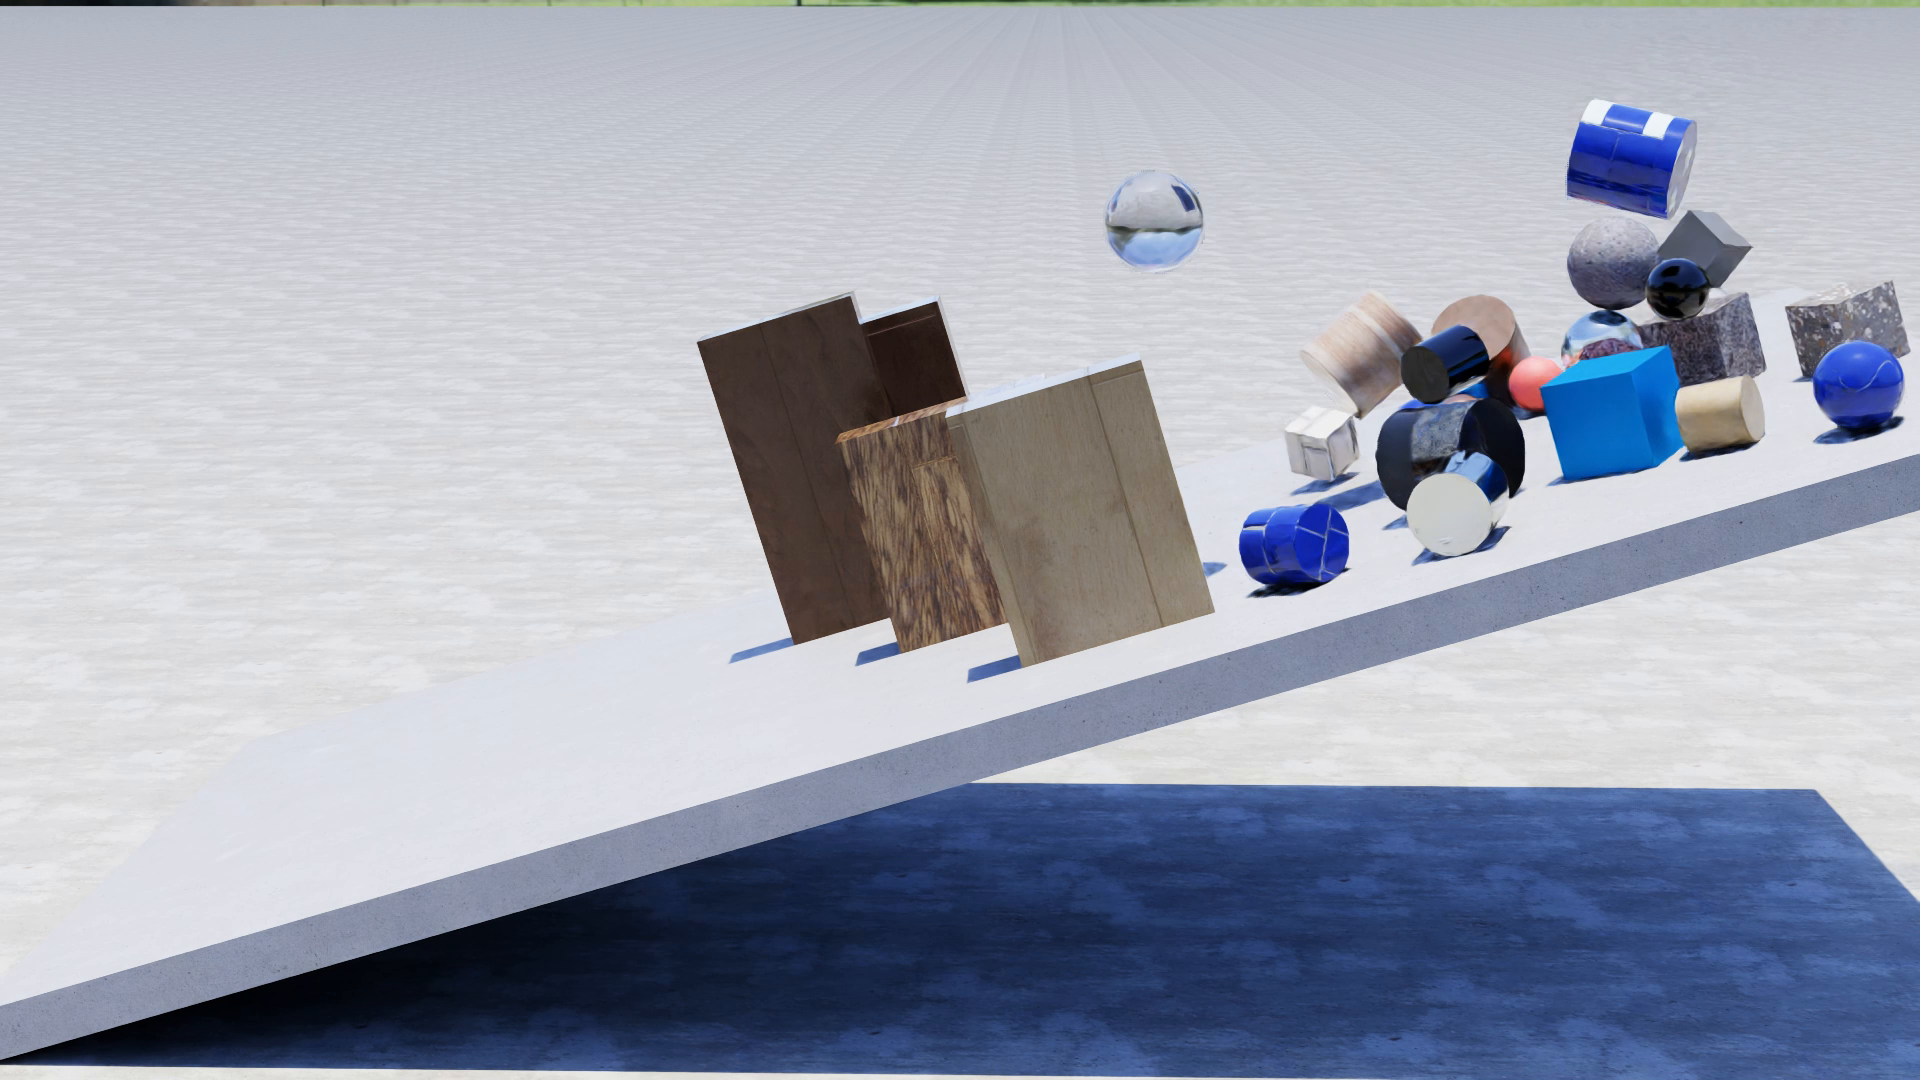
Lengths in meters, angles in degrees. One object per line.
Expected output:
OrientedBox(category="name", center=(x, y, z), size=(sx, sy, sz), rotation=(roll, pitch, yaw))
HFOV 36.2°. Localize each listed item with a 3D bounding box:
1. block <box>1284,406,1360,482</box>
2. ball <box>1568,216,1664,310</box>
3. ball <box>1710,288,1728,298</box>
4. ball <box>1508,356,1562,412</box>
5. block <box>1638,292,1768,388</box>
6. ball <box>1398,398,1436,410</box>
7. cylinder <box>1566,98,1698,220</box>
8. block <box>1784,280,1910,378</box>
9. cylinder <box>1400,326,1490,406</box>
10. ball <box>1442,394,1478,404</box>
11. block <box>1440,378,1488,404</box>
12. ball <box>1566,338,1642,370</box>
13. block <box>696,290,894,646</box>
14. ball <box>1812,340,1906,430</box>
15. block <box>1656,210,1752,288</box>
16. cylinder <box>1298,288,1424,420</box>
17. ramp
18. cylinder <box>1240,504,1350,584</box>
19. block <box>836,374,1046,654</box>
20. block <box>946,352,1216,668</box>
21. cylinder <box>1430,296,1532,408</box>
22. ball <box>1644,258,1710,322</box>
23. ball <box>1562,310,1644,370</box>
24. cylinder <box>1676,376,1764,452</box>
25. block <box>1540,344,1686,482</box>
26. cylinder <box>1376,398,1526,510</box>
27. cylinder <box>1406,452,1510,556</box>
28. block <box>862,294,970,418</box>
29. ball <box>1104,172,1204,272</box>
OrientedBox(category="block", center=(0.800, -0.213, 6.491), size=(0.110, 0.110, 0.110), rotation=(15, 41, 41))
OrientedBox(category="ball", center=(1.449, -0.612, 6.507), size=(0.207, 0.207, 0.207), rotation=(0, 11, 0))
OrientedBox(category="ball", center=(1.618, -0.466, 6.447), size=(0.191, 0.191, 0.191), rotation=(0, 11, 0))
OrientedBox(category="ball", center=(1.286, -0.347, 6.554), size=(0.124, 0.124, 0.124), rotation=(0, 11, 0))
OrientedBox(category="block", center=(1.578, -0.408, 6.249), size=(0.174, 0.174, 0.174), rotation=(-8, 14, 43))
OrientedBox(category="ball", center=(1.016, -0.250, 6.482), size=(0.125, 0.125, 0.125), rotation=(0, 11, 0))
OrientedBox(category="cylinder", center=(1.352, -0.766, 5.917), size=(0.204, 0.204, 0.204), rotation=(17, 17, 22))
OrientedBox(category="block", center=(1.817, -0.431, 6.022), size=(0.154, 0.154, 0.154), rotation=(-22, 11, -21))
OrientedBox(category="cylinder", center=(0.967, -0.349, 5.868), size=(0.125, 0.125, 0.125), rotation=(-27, 25, -35))
OrientedBox(category="ball", center=(1.090, -0.256, 6.383), size=(0.123, 0.123, 0.123), rotation=(0, 11, 0))
OrientedBox(category="block", center=(1.116, -0.290, 6.575), size=(0.107, 0.107, 0.107), rotation=(-10, 12, 34))
OrientedBox(category="ball", center=(1.348, -0.320, 6.096), size=(0.195, 0.195, 0.195), rotation=(0, 11, 0))
OrientedBox(category="block", center=(-0.301, -0.158, 6.511), size=(0.353, 0.708, 0.103), rotation=(-16, 10, 5))
OrientedBox(category="ball", center=(1.669, -0.287, 5.461), size=(0.166, 0.166, 0.166), rotation=(0, 11, 0))
OrientedBox(category="block", center=(1.612, -0.630, 6.371), size=(0.117, 0.117, 0.117), rotation=(-2, 45, -47))
OrientedBox(category="cylinder", center=(0.855, -0.393, 6.210), size=(0.197, 0.197, 0.197), rotation=(-42, 16, -1))
OrientedBox(category="ramp", center=(0.094, 0.185, 6.316), size=(4.000, 0.100, 2.000), rotation=(-16, 10, 5))
OrientedBox(category="cylinder", center=(0.640, 0.008, 5.635), size=(0.149, 0.149, 0.149), rotation=(-9, 3, -39))
OrientedBox(category="block", center=(0.027, -0.056, 6.119), size=(0.449, 0.461, 0.133), rotation=(-16, 10, 5))
OrientedBox(category="block", center=(0.232, -0.058, 5.652), size=(0.385, 0.508, 0.122), rotation=(-16, 10, 5))
OrientedBox(category="cylinder", center=(1.189, -0.420, 6.676), size=(0.195, 0.195, 0.195), rotation=(7, -28, 31))
OrientedBox(category="ball", center=(1.469, -0.512, 6.022), size=(0.130, 0.130, 0.130), rotation=(0, 11, 0))
OrientedBox(category="ball", center=(1.427, -0.417, 6.519), size=(0.185, 0.185, 0.185), rotation=(0, 11, 0))
OrientedBox(category="cylinder", center=(1.466, -0.243, 5.670), size=(0.129, 0.129, 0.129), rotation=(-11, 4, 33))
OrientedBox(category="block", center=(1.296, -0.250, 5.803), size=(0.195, 0.195, 0.195), rotation=(-9, 13, 39))
OrientedBox(category="cylinder", center=(0.976, -0.167, 5.847), size=(0.210, 0.210, 0.210), rotation=(-10, 3, -42))
OrientedBox(category="cylinder", center=(0.937, -0.069, 5.528), size=(0.160, 0.160, 0.160), rotation=(4, 18, 22))
OrientedBox(category="block", center=(-0.151, -0.236, 7.008), size=(0.392, 0.597, 0.141), rotation=(-16, 10, 5))
OrientedBox(category="ball", center=(0.388, -0.634, 5.873), size=(0.200, 0.200, 0.200), rotation=(0, 11, 0))
